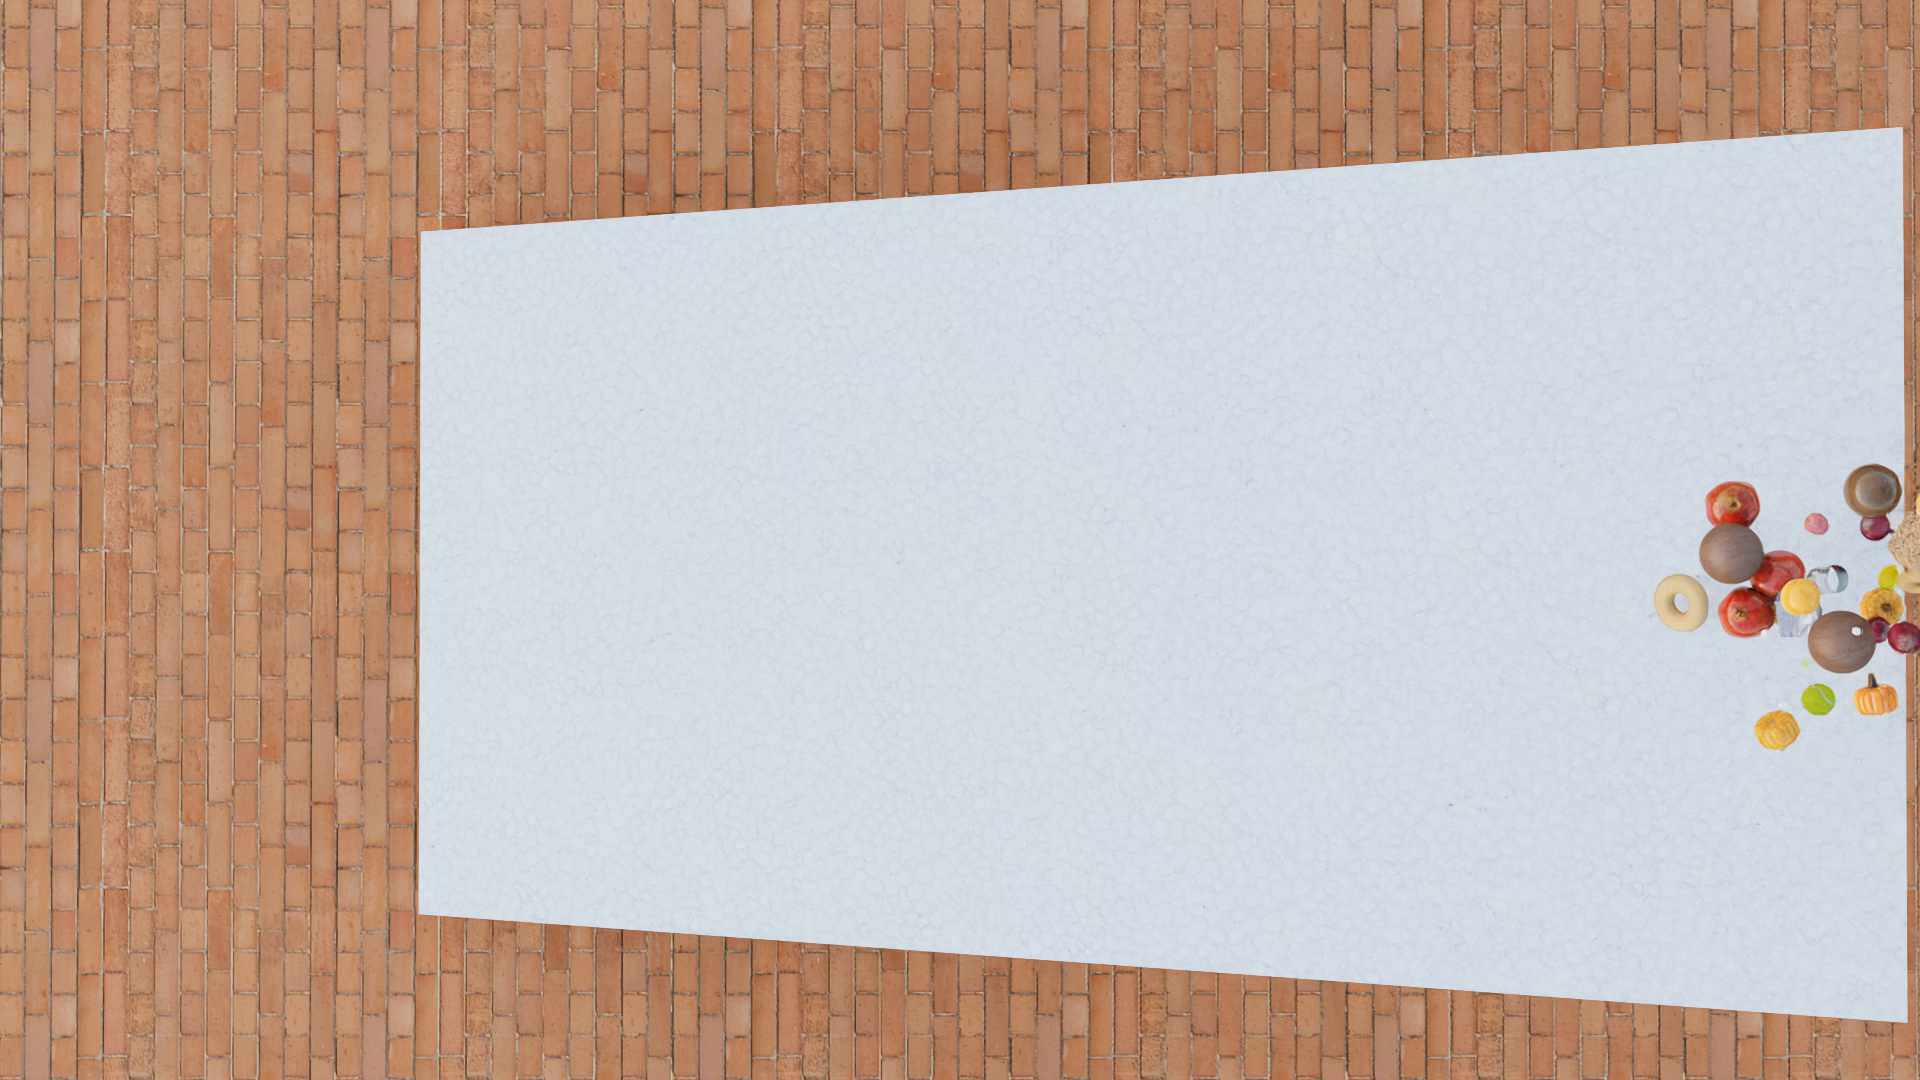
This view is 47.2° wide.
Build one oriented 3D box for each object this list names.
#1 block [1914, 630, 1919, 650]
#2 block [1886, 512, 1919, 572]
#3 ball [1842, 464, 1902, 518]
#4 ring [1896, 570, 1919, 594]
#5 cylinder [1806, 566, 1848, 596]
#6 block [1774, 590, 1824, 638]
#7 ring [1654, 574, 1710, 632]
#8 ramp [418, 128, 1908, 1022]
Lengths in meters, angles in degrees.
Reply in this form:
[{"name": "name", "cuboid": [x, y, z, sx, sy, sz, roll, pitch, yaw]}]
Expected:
[{"name": "block", "cuboid": [1.943, 0.202, 4.326, 0.082, 0.082, 0.082, -16, 64, 0]}, {"name": "block", "cuboid": [1.709, 0.010, 3.899, 0.076, 0.076, 0.076, 36, 88, -39]}, {"name": "ball", "cuboid": [1.595, -0.086, 3.845, 0.095, 0.095, 0.095, 0, 89, 0]}, {"name": "ring", "cuboid": [2.012, 0.087, 4.626, 0.081, 0.081, 0.027, 11, 65, 0]}, {"name": "cylinder", "cuboid": [1.700, 0.079, 4.309, 0.054, 0.054, 0.054, 4, 82, -25]}, {"name": "block", "cuboid": [1.749, 0.152, 4.583, 0.078, 0.078, 0.078, -6, 102, 28]}, {"name": "ring", "cuboid": [1.632, 0.143, 4.975, 0.045, 0.134, 0.134, -13, 89, -37]}, {"name": "ramp", "cuboid": [0.283, 0.086, 5.724, 4.000, 0.100, 2.000, 0, 89, 23]}]
